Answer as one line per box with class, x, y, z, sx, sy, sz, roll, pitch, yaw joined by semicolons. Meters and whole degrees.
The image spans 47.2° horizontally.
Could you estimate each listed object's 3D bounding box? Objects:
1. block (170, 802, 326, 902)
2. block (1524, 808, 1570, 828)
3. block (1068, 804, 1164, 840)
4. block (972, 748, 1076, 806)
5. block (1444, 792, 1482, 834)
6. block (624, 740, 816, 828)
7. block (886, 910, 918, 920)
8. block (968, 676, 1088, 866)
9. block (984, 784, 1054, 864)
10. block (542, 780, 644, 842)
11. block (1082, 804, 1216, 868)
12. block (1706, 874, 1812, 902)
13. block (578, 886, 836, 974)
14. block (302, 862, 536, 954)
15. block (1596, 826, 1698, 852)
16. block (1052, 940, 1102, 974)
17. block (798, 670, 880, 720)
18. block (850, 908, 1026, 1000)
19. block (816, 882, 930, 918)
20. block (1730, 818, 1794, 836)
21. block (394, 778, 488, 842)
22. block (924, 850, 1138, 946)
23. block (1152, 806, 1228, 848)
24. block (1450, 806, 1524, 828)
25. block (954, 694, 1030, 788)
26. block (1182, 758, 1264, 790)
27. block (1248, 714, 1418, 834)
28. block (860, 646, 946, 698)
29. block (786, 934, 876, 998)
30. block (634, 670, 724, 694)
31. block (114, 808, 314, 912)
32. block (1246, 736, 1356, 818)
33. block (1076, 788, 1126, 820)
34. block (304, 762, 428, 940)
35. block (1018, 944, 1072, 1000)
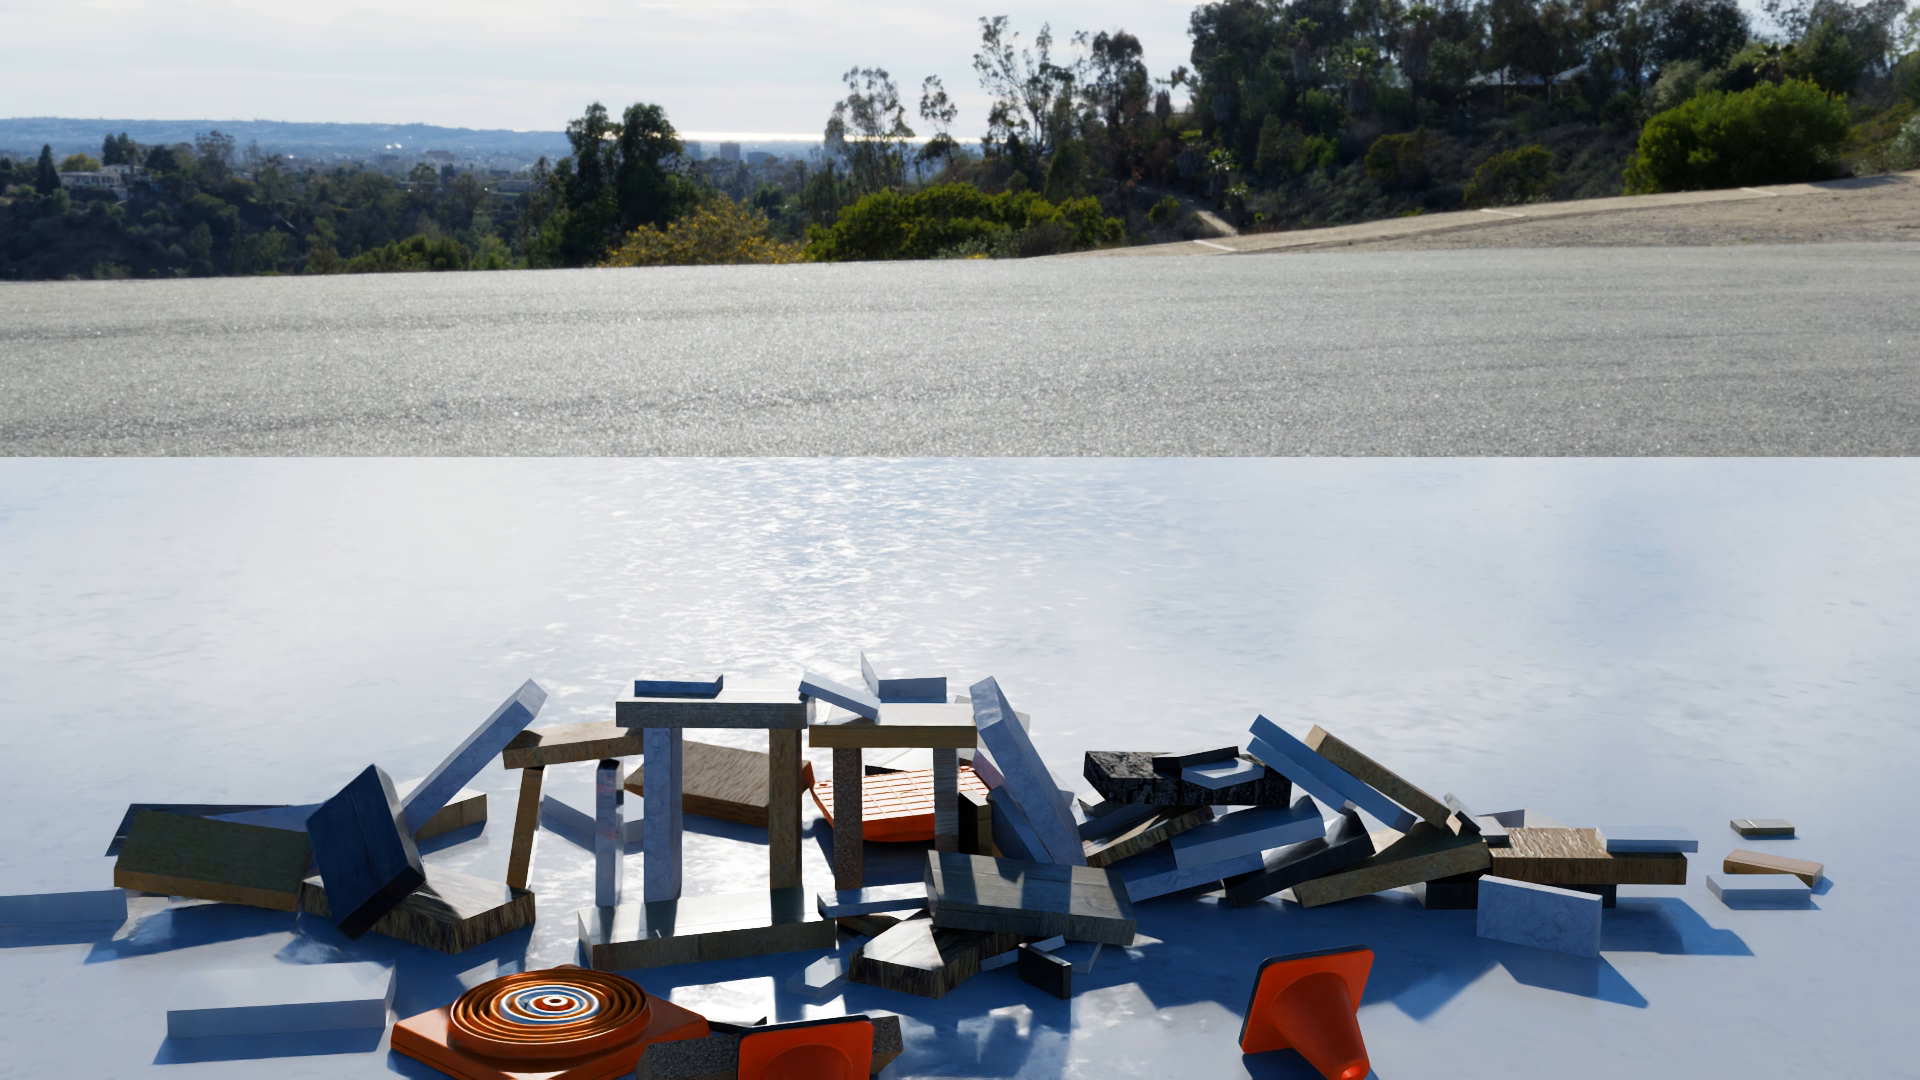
block;-1.184;0.523;3.701;0.286;0.041;0.143;-5;43;-24
block;1.037;0.525;3.946;0.094;0.027;0.187;-4;11;-23
block;0.267;0.471;3.829;0.247;0.035;0.123;-22;9;6
block;0.114;0.440;4.043;0.132;0.037;0.265;13;4;-12
block;0.838;0.456;3.668;0.049;0.014;0.099;41;10;-6
block;-0.455;0.455;4.144;0.324;0.046;0.162;6;30;29
block;-0.095;0.607;3.539;0.053;0.015;0.106;-9;14;-41
block;0.113;0.391;3.641;0.045;0.315;0.158;-27;23;6
block;0.096;0.501;3.619;0.026;0.182;0.091;-23;-24;-28
block;-0.653;0.500;4.052;0.132;0.037;0.265;-8;13;-37
block;0.300;0.494;3.698;0.259;0.026;0.093;-24;9;4
block;1.331;0.580;3.667;0.148;0.021;0.074;0;11;-1
block;-0.398;0.608;3.447;0.377;0.046;0.162;-3;11;-17
block;-0.878;0.585;3.560;0.353;0.050;0.176;7;13;34
block;1.136;0.495;3.639;0.148;0.021;0.074;0;11;3
block;0.179;0.635;3.382;0.060;0.017;0.121;2;11;13
block;-0.197;0.254;3.595;0.134;0.019;0.067;21;10;-3
block;-0.005;0.614;3.424;0.150;0.043;0.396;6;12;28
block;-0.074;0.567;3.499;0.300;0.019;0.067;-3;11;-18
block;1.458;0.522;3.997;0.099;0.014;0.050;0;11;-3
block;-1.050;0.508;3.974;0.176;0.050;0.353;8;13;36
block;0.108;0.561;3.449;0.315;0.045;0.157;7;20;-10
block;0.399;0.489;3.933;0.150;0.043;0.301;20;15;3
block;0.888;0.517;3.803;0.187;0.094;0.027;-4;11;-21
block;0.054;0.403;4.345;0.156;0.044;0.311;16;18;-2
block;0.435;0.385;3.634;0.067;0.019;0.135;14;14;43
block;0.628;0.394;3.705;0.291;0.035;0.123;34;3;26
block;-0.133;0.304;5.087;0.156;0.044;0.311;-2;11;-10
block;-0.177;0.643;3.335;0.060;0.017;0.226;6;12;28
block;-0.461;0.233;3.610;0.134;0.019;0.067;1;11;6
block;-1.221;0.525;3.610;0.286;0.041;0.143;10;34;-8
block;0.571;0.396;3.670;0.186;0.026;0.093;34;3;25
block;0.300;0.426;3.817;0.182;0.026;0.091;-25;9;-12
block;-0.957;0.496;3.532;0.148;0.042;0.297;-40;37;-1
block;0.125;0.639;3.259;0.015;0.053;0.106;-8;13;-36
